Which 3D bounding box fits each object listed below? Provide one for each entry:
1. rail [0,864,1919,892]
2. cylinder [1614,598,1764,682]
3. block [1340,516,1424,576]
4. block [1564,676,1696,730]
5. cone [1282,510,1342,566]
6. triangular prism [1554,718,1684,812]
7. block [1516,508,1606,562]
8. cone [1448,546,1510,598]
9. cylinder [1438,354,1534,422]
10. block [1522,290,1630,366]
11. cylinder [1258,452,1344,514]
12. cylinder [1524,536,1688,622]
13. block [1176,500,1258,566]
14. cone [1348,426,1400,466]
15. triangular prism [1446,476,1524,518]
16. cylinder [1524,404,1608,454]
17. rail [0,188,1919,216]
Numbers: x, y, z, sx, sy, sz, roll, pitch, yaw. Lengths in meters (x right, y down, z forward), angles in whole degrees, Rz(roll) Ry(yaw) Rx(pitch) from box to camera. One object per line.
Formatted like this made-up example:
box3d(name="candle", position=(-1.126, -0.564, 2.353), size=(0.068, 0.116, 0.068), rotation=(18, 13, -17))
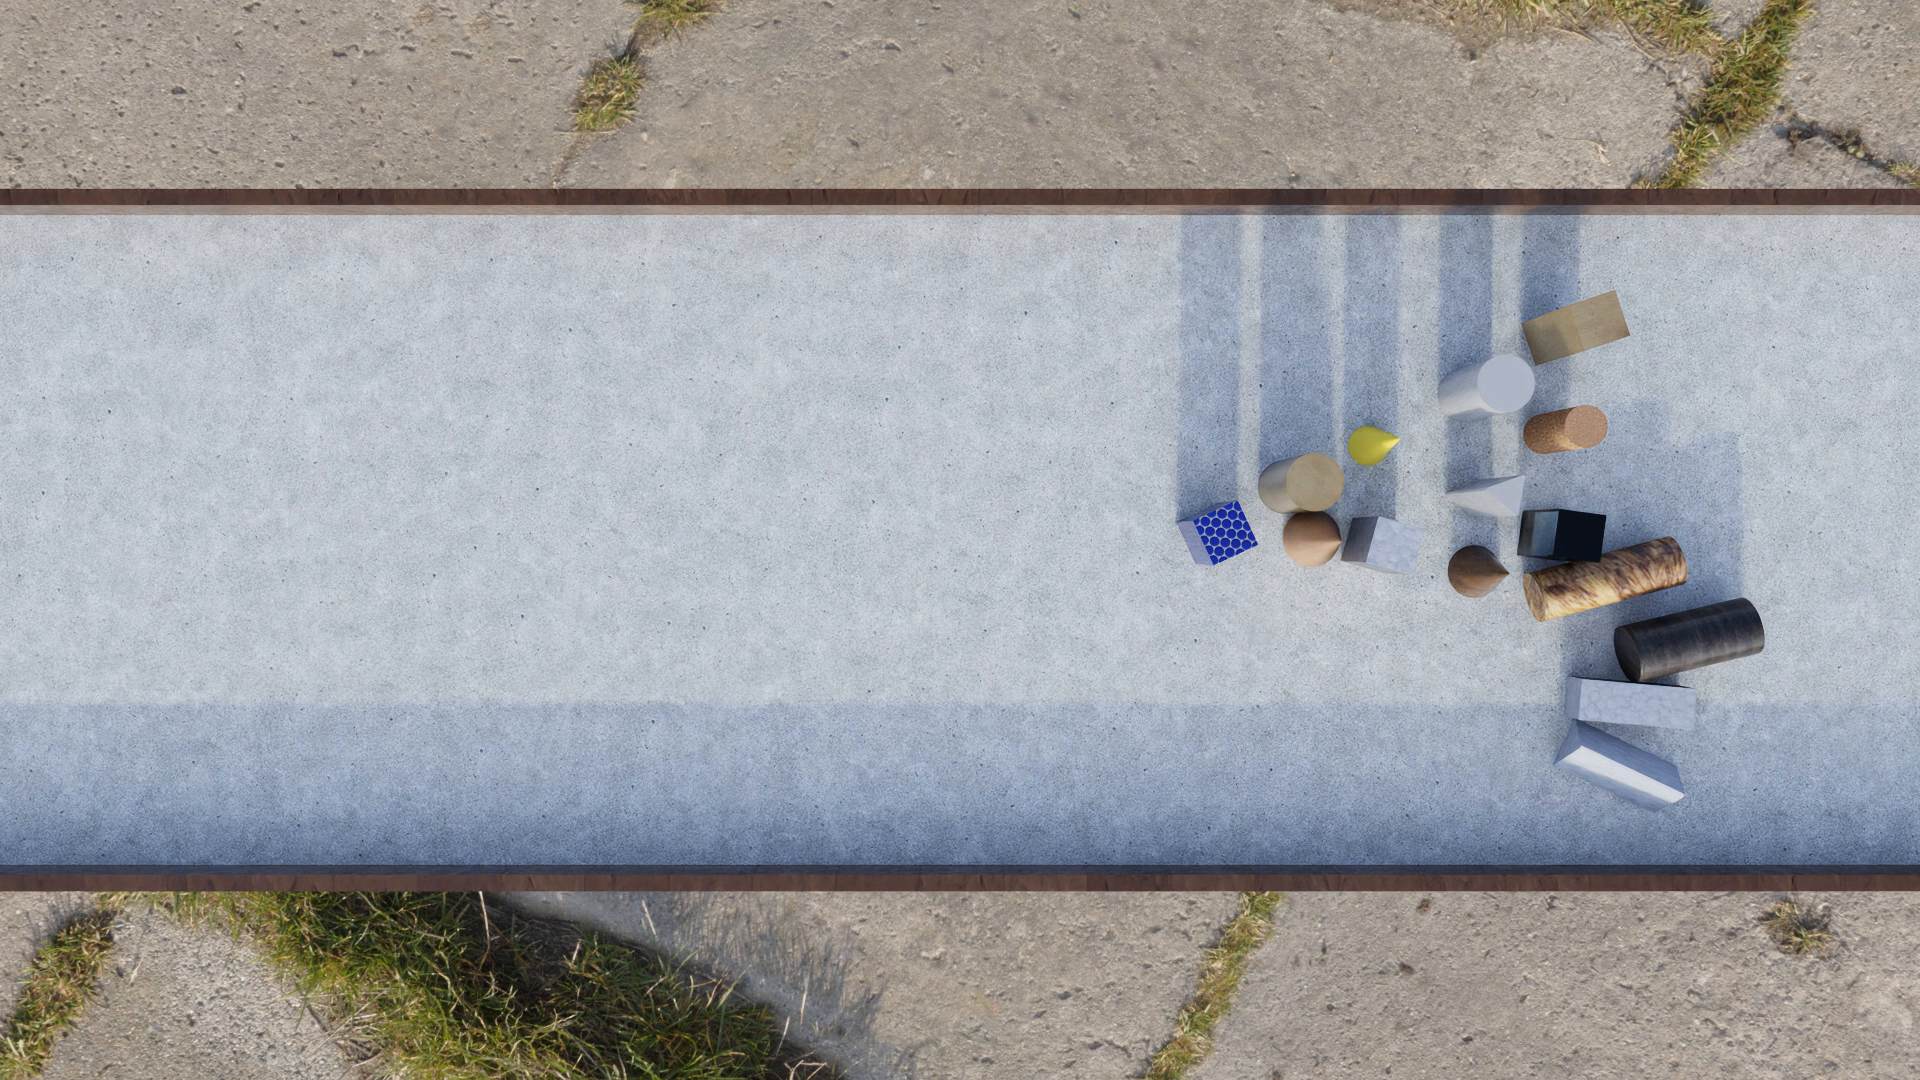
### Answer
box3d(name="rail", position=(-2.247, 1.025, 5.001), size=(12.000, 0.150, 0.050), rotation=(0, 90, 0))
box3d(name="cylinder", position=(2.202, 0.303, 4.987), size=(0.379, 0.176, 0.176), rotation=(-13, 90, 0))
box3d(name="block", position=(1.257, 0.016, 4.919), size=(0.138, 0.315, 0.138), rotation=(15, 90, 0))
box3d(name="block", position=(2.036, 0.493, 5.015), size=(0.346, 0.123, 0.123), rotation=(5, 90, 0))
box3d(name="cone", position=(1.083, -0.001, 4.879), size=(0.177, 0.389, 0.177), rotation=(0, 92, -1))
box3d(name="triangular prism", position=(2.013, 0.693, 5.005), size=(0.343, 0.135, 0.156), rotation=(25, 90, 0))
box3d(name="block", position=(1.792, -0.012, 4.923), size=(0.139, 0.308, 0.139), rotation=(8, 90, 0))
box3d(name="cone", position=(1.582, 0.097, 4.911), size=(0.163, 0.331, 0.163), rotation=(0, 90, 0))
box3d(name="cylinder", position=(1.551, -0.446, 4.881), size=(0.165, 0.391, 0.165), rotation=(0, 90, 0))
box3d(name="block", position=(1.815, -0.623, 4.877), size=(0.138, 0.399, 0.138), rotation=(-18, 90, 0))
box3d(name="cylinder", position=(1.000, -0.163, 4.861), size=(0.166, 0.431, 0.166), rotation=(0, 90, 0))
box3d(name="cylinder", position=(1.953, 0.119, 5.000), size=(0.441, 0.153, 0.153), rotation=(-15, 90, 0))
box3d(name="block", position=(0.759, -0.021, 4.895), size=(0.141, 0.364, 0.141), rotation=(-25, 90, 0))
box3d(name="cone", position=(1.256, -0.290, 4.889), size=(0.122, 0.375, 0.122), rotation=(0, 90, 0))
box3d(name="triangular prism", position=(1.570, -0.145, 4.878), size=(0.115, 0.396, 0.100), rotation=(40, 90, 0))
box3d(name="cylinder", position=(1.796, -0.326, 4.902), size=(0.124, 0.348, 0.124), rotation=(0, 90, 0))
box3d(name="rail", position=(-2.247, -1.025, 5.002), size=(12.000, 0.150, 0.050), rotation=(0, 90, 0))
